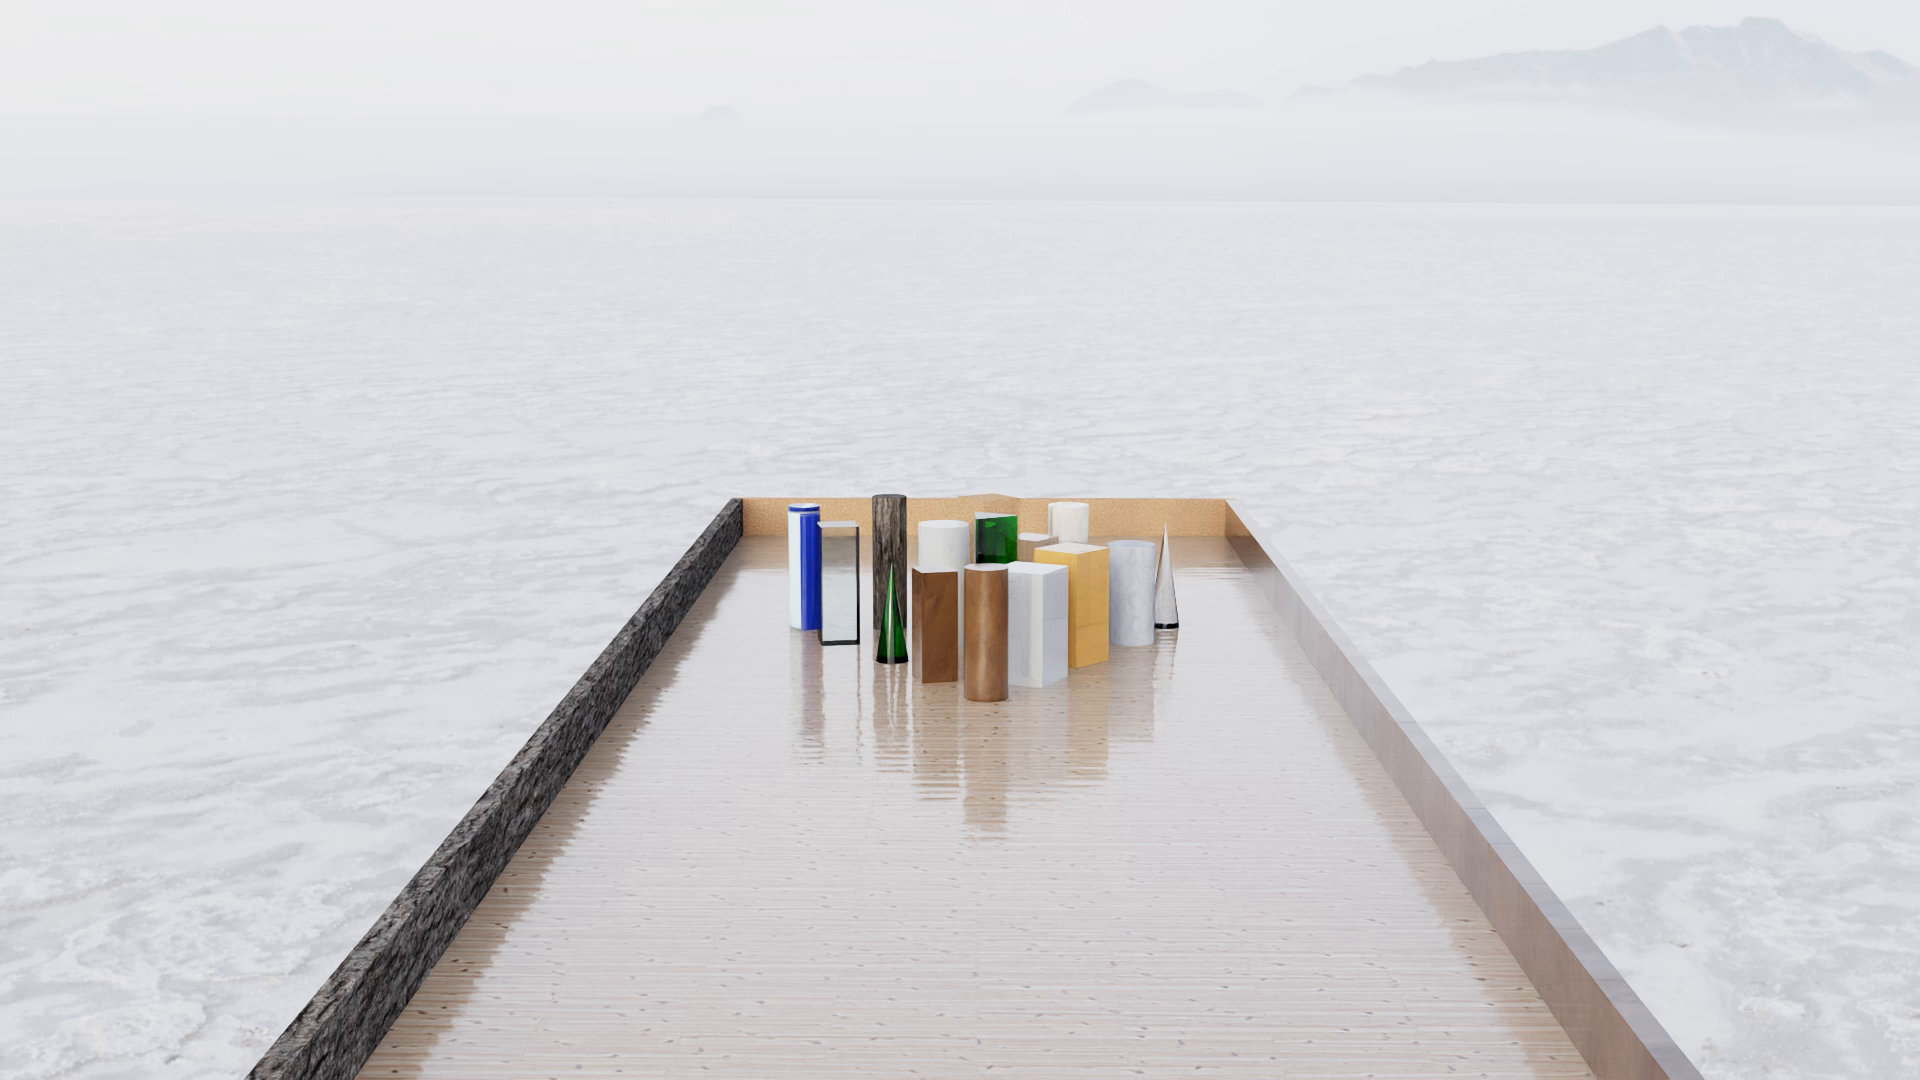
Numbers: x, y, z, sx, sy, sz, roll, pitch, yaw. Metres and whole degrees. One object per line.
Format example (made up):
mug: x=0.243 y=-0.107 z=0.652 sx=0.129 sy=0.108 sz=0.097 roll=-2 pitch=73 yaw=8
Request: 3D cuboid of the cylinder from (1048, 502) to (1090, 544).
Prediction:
cylinder: x=0.354 y=0.083 z=7.202 sx=0.133 sy=0.401 sz=0.133 roll=0 pitch=9 yaw=0

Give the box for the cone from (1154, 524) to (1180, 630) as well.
cone: x=0.670 y=0.111 z=7.198 sx=0.101 sy=0.348 sz=0.101 roll=0 pitch=9 yaw=0

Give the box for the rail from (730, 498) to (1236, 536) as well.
rail: x=0.099 y=-0.098 z=9.147 sx=2.100 sy=0.150 sz=0.050 roll=0 pitch=9 yaw=1

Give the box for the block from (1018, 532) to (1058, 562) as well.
block: x=0.223 y=0.157 z=6.940 sx=0.126 sy=0.338 sz=0.126 roll=6 pitch=11 yaw=35

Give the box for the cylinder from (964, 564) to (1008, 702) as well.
cylinder: x=0.074 y=0.260 z=6.177 sx=0.125 sy=0.374 sz=0.125 roll=0 pitch=9 yaw=0

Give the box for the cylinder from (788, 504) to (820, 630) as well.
cylinder: x=-0.506 y=0.086 z=7.176 sx=0.104 sy=0.403 sz=0.104 roll=0 pitch=9 yaw=0

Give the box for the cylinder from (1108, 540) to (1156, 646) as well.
cylinder: x=0.541 y=0.166 z=6.960 sx=0.152 sy=0.313 sz=0.152 roll=0 pitch=9 yaw=0

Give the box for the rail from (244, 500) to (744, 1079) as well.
rail: x=-1.004 y=0.839 z=3.234 sx=0.050 sy=0.150 sz=12.000 roll=0 pitch=9 yaw=1

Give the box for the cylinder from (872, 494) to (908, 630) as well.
cylinder: x=-0.229 y=0.072 z=7.169 sx=0.112 sy=0.434 sz=0.112 roll=0 pitch=9 yaw=0

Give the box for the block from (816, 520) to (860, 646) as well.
block: x=-0.385 y=0.136 z=6.946 sx=0.121 sy=0.377 sz=0.121 roll=-2 pitch=9 yaw=-10

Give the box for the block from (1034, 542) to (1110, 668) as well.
block: x=0.338 y=0.195 z=6.670 sx=0.162 sy=0.346 sz=0.162 roll=8 pitch=12 yaw=40

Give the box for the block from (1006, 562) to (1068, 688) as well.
block: x=0.200 y=0.244 z=6.412 sx=0.173 sy=0.331 sz=0.173 roll=5 pitch=10 yaw=27

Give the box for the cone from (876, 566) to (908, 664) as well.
cone: x=-0.206 y=0.216 z=6.671 sx=0.100 sy=0.305 sz=0.100 roll=0 pitch=9 yaw=0

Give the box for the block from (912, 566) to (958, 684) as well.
block: x=-0.073 y=0.245 z=6.421 sx=0.109 sy=0.326 sz=0.109 roll=-3 pitch=9 yaw=-17

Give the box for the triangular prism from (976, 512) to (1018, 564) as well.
triangular prism: x=0.080 y=0.142 z=6.698 sx=0.145 sy=0.444 sz=0.125 roll=-5 pitch=10 yaw=-30

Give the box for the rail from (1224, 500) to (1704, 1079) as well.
rail: x=1.046 y=0.843 z=3.208 sx=0.050 sy=0.150 sz=12.000 roll=0 pitch=9 yaw=1

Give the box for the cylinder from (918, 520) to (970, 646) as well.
cylinder: x=-0.050 y=0.137 z=6.930 sx=0.164 sy=0.380 sz=0.164 roll=0 pitch=9 yaw=0

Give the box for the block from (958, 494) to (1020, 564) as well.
block: x=0.093 y=0.074 z=7.171 sx=0.144 sy=0.430 sz=0.144 roll=-6 pitch=11 yaw=-34
